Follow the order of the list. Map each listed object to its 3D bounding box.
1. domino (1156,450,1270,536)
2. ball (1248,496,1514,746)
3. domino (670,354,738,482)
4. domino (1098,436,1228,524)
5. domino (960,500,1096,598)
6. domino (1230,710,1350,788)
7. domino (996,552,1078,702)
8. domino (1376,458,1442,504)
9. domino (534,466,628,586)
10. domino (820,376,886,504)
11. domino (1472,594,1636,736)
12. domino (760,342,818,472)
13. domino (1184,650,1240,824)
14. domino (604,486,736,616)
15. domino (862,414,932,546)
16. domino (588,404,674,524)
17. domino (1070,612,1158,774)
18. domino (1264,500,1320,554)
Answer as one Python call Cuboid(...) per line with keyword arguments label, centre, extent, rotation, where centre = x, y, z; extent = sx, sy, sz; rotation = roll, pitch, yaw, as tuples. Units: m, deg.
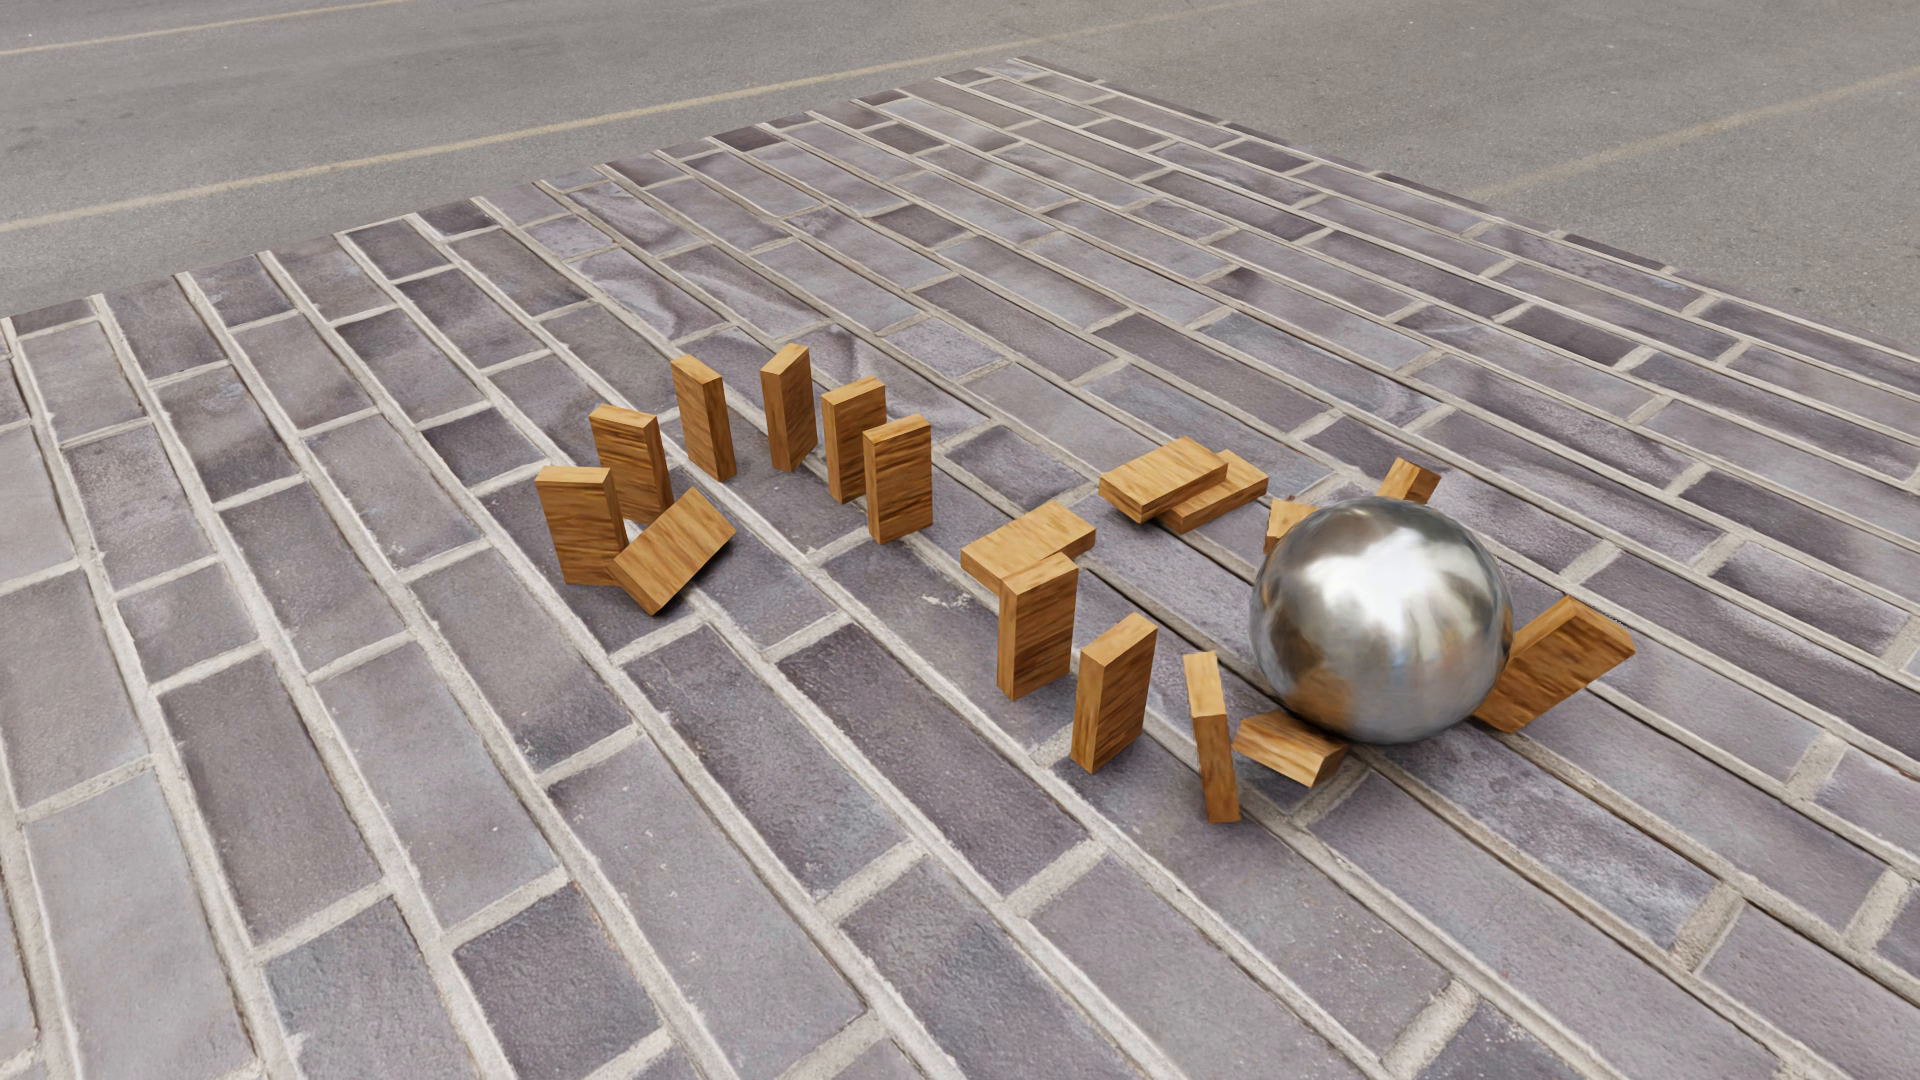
Cuboid(label="domino", centre=(0.104, -0.021, 0.469), extent=(0.050, 0.009, 0.025), rotation=(-23, 45, -26))
Cuboid(label="ball", centre=(0.135, 0.026, 0.356), extent=(0.080, 0.080, 0.080), rotation=(0, 39, 0))
Cuboid(label="domino", centre=(-0.110, -0.052, 0.475), extent=(0.010, 0.050, 0.025), rotation=(-30, 48, -31))
Cuboid(label="domino", centre=(0.085, -0.026, 0.460), extent=(0.050, 0.010, 0.025), rotation=(-25, 46, -28))
Cuboid(label="domino", centre=(0.027, 0.003, 0.440), extent=(0.050, 0.010, 0.025), rotation=(-28, 47, -30))
Cuboid(label="domino", centre=(0.104, 0.064, 0.342), extent=(0.025, 0.009, 0.050), rotation=(25, 6, 27))
Cuboid(label="domino", centre=(0.026, 0.030, 0.375), extent=(0.025, 0.050, 0.009), rotation=(-23, 44, -25))
Cuboid(label="domino", centre=(0.160, -0.005, 0.413), extent=(0.009, 0.050, 0.025), rotation=(37, 19, 36))
Cuboid(label="domino", centre=(-0.141, -0.005, 0.417), extent=(0.025, 0.050, 0.010), rotation=(2, 39, 3))
Cuboid(label="domino", centre=(-0.043, -0.042, 0.462), extent=(0.025, 0.050, 0.009), rotation=(-27, 46, -29))
Cuboid(label="domino", centre=(0.187, 0.041, 0.356), extent=(0.025, 0.050, 0.010), rotation=(29, 39, -11))
Cuboid(label="domino", centre=(-0.074, -0.058, 0.482), extent=(0.010, 0.050, 0.025), rotation=(15, 42, 17))
Cuboid(label="domino", centre=(0.077, 0.061, 0.337), extent=(0.010, 0.050, 0.025), rotation=(-9, 38, 11))
Cuboid(label="domino", centre=(-0.112, 0.004, 0.428), extent=(0.025, 0.010, 0.050), rotation=(48, 44, -12))
Cuboid(label="domino", centre=(-0.024, -0.024, 0.441), extent=(0.025, 0.050, 0.010), rotation=(-22, 44, -24))
Cuboid(label="domino", centre=(-0.132, -0.029, 0.447), extent=(0.025, 0.050, 0.009), rotation=(13, 41, 16))
Cuboid(label="domino", centre=(0.049, 0.049, 0.351), extent=(0.025, 0.050, 0.009), rotation=(-30, 48, -32))
Cuboid(label="domino", centre=(0.150, -0.001, 0.445), extent=(0.050, 0.010, 0.025), rotation=(11, 41, 13))
